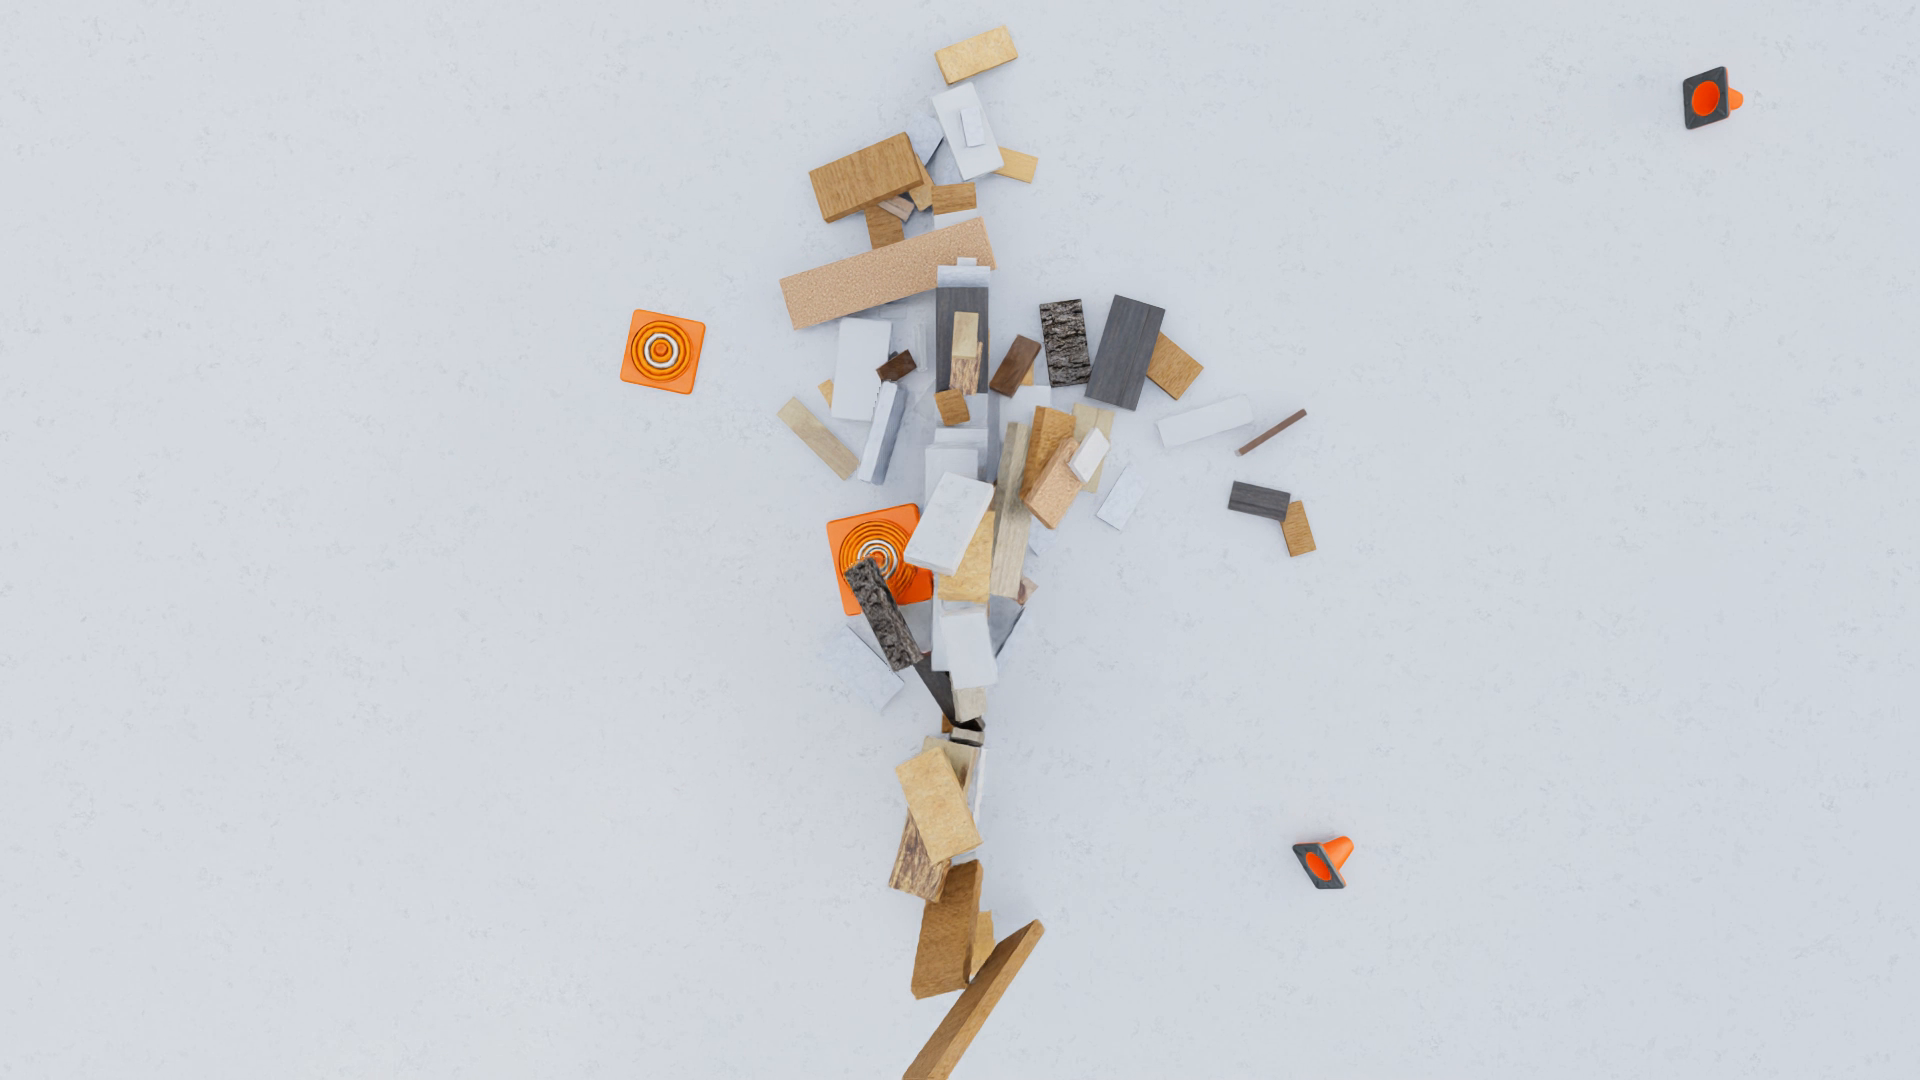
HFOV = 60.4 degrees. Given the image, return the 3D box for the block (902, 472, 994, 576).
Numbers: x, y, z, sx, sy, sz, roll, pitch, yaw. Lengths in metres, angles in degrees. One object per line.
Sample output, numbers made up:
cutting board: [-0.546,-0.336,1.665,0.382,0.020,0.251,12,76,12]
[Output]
block: [-0.034,-0.051,5.108,0.164,0.046,0.328,16,60,18]

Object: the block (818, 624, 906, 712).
block: [-0.327,0.428,5.480,0.275,0.039,0.138,45,90,0]

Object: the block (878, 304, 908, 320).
block: [-0.224,-0.761,5.493,0.096,0.014,0.048,1,90,0]

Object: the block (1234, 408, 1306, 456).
block: [1.027,-0.354,5.457,0.256,0.086,0.024,-32,90,0]

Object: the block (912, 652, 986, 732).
block: [-0.038,0.495,5.343,0.105,0.030,0.328,-10,123,37]

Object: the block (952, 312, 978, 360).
block: [0.017,-0.646,5.214,0.076,0.022,0.152,4,71,-1]

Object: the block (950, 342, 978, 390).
block: [0.011,-0.555,5.244,0.076,0.022,0.152,5,101,-1]

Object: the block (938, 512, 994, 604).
block: [0.020,0.047,5.103,0.155,0.044,0.310,4,57,1]

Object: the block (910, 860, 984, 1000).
block: [-0.036,1.226,5.223,0.172,0.533,0.049,-19,116,16]

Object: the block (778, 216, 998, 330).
block: [-0.238,-0.870,5.395,0.701,0.049,0.175,-15,98,11]

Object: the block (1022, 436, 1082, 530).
block: [0.325,-0.186,5.368,0.138,0.039,0.275,44,70,-32]

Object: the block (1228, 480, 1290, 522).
block: [0.992,-0.129,5.472,0.192,0.027,0.096,13,90,9]

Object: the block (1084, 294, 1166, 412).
block: [0.542,-0.615,5.436,0.175,0.049,0.349,17,90,0]

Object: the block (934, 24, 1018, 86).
block: [0.054,-1.603,5.453,0.259,0.032,0.112,-25,95,-12]

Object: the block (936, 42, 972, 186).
block: [-0.020,-1.290,5.483,0.119,0.034,0.721,0,90,0]

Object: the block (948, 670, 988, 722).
block: [0.025,0.469,5.297,0.105,0.030,0.211,-17,106,-31]

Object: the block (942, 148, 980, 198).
block: [0.017,-1.251,5.449,0.119,0.034,0.238,10,90,-2]

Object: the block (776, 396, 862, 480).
block: [-0.469,-0.337,5.488,0.317,0.024,0.086,45,90,0]

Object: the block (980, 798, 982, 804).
block: [0.030,0.804,5.456,0.074,0.021,0.148,-4,75,-4]

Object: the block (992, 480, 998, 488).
block: [0.093,-0.117,5.404,0.168,0.024,0.084,-44,129,-35]

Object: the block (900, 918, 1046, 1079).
block: [0.029,1.372,4.795,0.167,1.125,0.047,-38,87,20]

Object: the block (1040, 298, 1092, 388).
block: [0.352,-0.653,5.480,0.139,0.039,0.277,-8,90,0]

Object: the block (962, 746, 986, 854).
block: [-0.021,0.846,5.412,0.172,0.049,0.345,3,80,21]

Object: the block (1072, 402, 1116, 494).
block: [0.416,-0.304,5.480,0.139,0.039,0.277,13,90,0]

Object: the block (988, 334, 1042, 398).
block: [0.183,-0.575,5.452,0.087,0.025,0.207,25,77,21]

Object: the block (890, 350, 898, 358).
block: [-0.241,-0.560,5.490,0.135,0.019,0.067,-43,89,0]

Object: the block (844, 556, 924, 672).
block: [-0.244,0.240,5.261,0.046,0.164,0.362,-26,87,-26]

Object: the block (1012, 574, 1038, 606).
block: [0.165,0.133,5.471,0.174,0.025,0.087,38,90,0]

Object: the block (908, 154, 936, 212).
block: [-0.137,-1.181,5.445,0.086,0.024,0.171,-30,95,11]

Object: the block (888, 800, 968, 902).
block: [-0.101,0.977,5.310,0.167,0.047,0.335,15,85,22]

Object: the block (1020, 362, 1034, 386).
block: [0.219,-0.555,5.470,0.048,0.014,0.096,2,60,1]

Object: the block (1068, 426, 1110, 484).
block: [0.423,-0.279,5.389,0.086,0.024,0.173,50,57,-29]

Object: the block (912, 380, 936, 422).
block: [-0.091,-0.468,5.490,0.068,0.019,0.135,37,90,0]

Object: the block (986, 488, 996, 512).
block: [0.103,0.001,5.378,0.047,0.167,0.334,9,91,41]

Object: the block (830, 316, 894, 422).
block: [-0.325,-0.562,5.460,0.167,0.047,0.334,6,87,5]

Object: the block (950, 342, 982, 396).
block: [0.021,-0.551,5.268,0.084,0.024,0.171,7,100,-1]

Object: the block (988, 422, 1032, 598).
block: [0.171,-0.095,5.370,0.044,0.155,0.557,9,87,41]

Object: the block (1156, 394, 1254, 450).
block: [0.815,-0.394,5.486,0.310,0.027,0.096,-17,90,0]
